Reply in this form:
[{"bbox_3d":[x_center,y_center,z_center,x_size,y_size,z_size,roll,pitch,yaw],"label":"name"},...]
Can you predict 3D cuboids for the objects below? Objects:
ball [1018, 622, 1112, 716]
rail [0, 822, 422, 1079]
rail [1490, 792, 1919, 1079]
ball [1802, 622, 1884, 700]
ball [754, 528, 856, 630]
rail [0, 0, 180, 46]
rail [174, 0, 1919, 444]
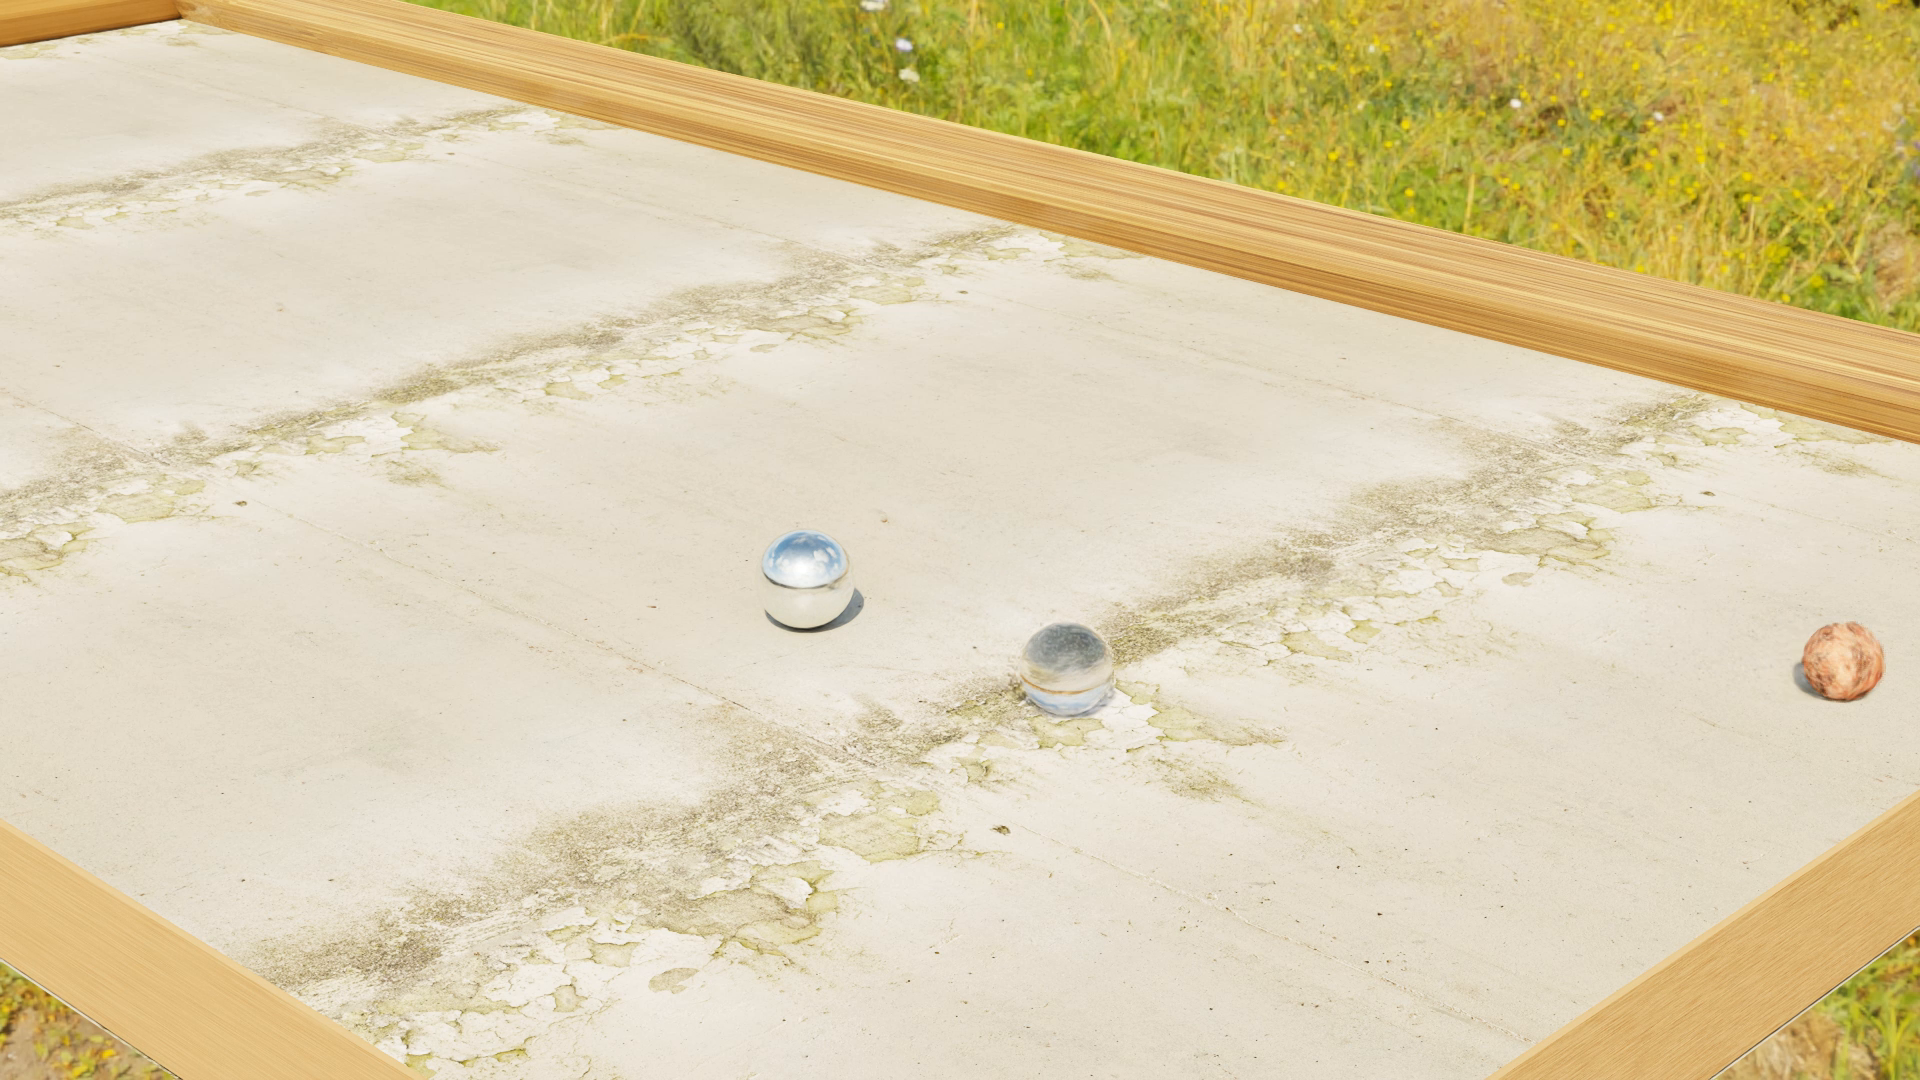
[{"bbox_3d":[0.085,0.103,2.360,0.075,0.075,0.075,0,21,0],"label":"ball"},{"bbox_3d":[-1.305,-0.007,2.590,3.693,0.112,0.045,19,28,40],"label":"rail"},{"bbox_3d":[0.648,0.209,2.031,0.045,0.112,1.892,19,28,40],"label":"rail"},{"bbox_3d":[0.717,0.098,2.388,0.064,0.064,0.064,0,21,0],"label":"ball"},{"bbox_3d":[-0.133,0.033,2.525,0.086,0.086,0.086,0,21,0],"label":"ball"},{"bbox_3d":[-1.979,-0.700,4.390,0.045,0.112,1.892,19,28,40],"label":"rail"},{"bbox_3d":[-0.026,-0.485,3.830,3.693,0.112,0.045,19,28,40],"label":"rail"}]
